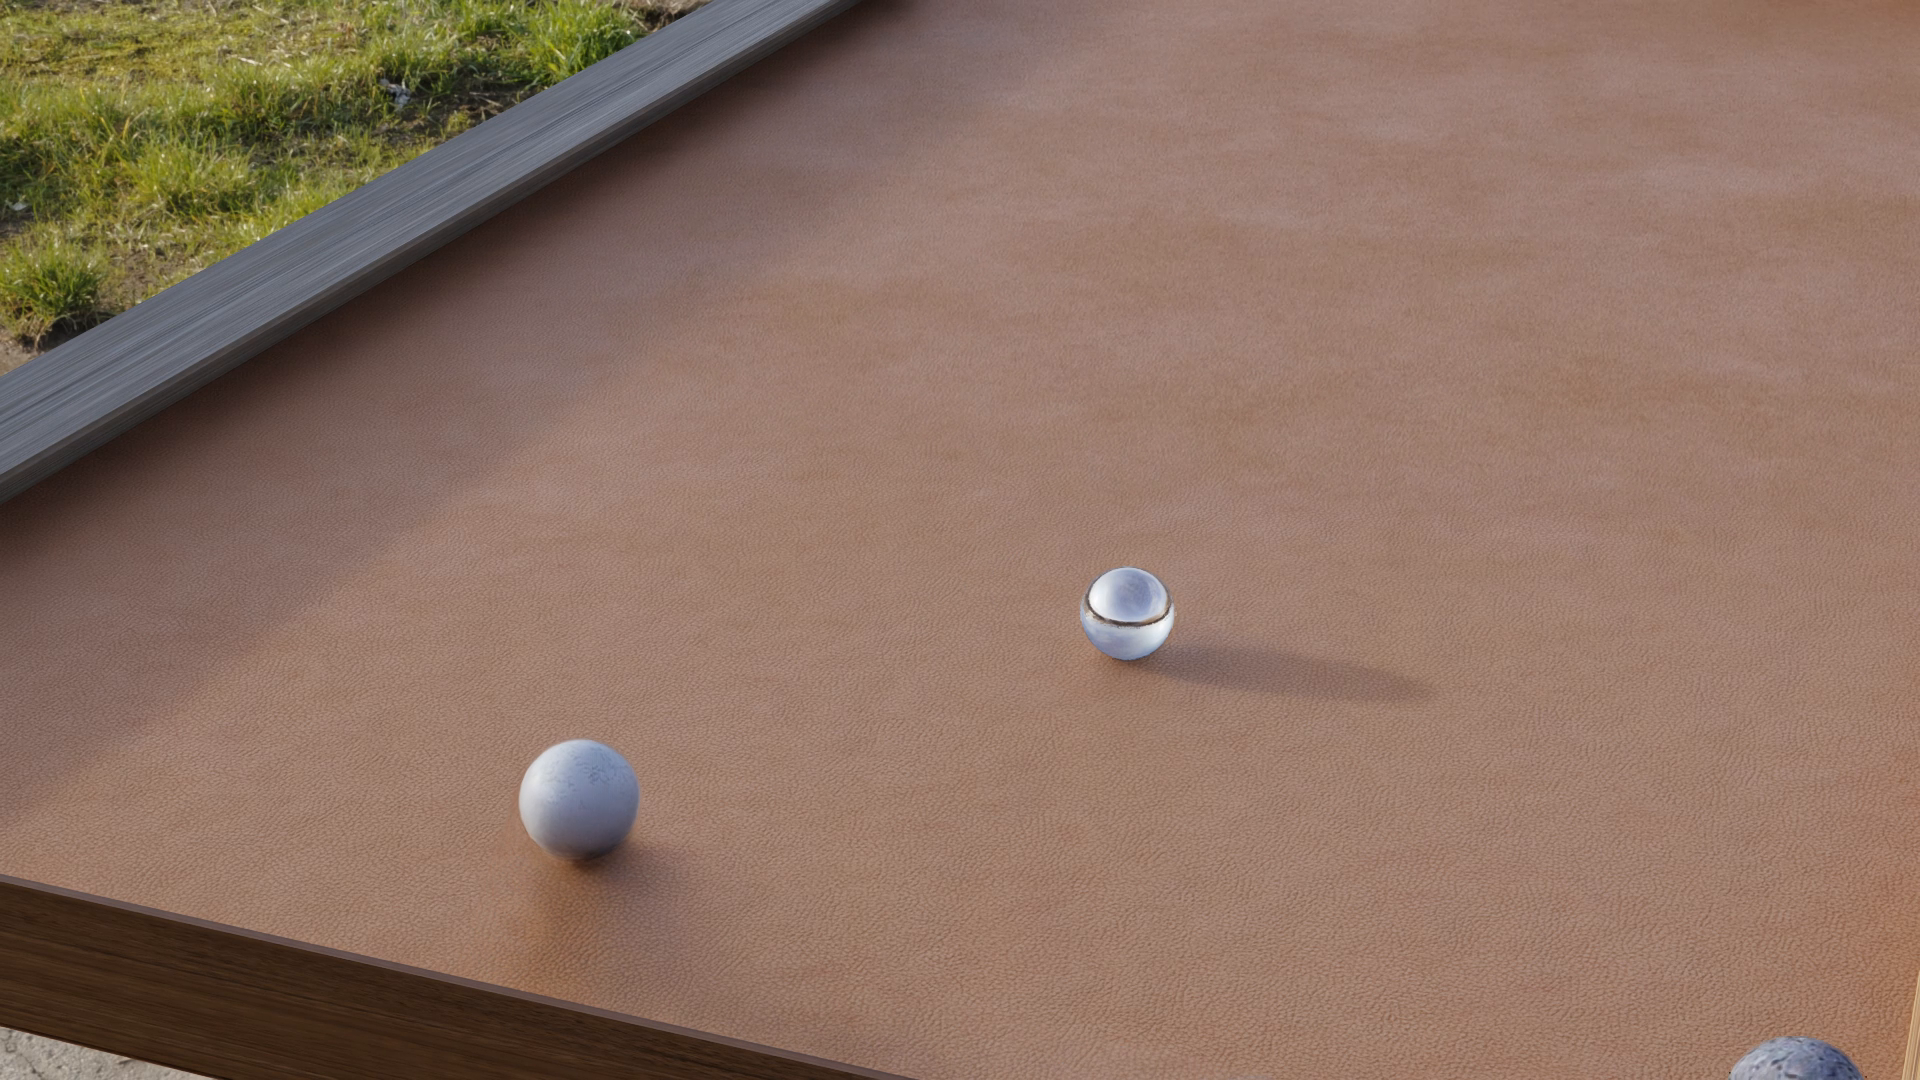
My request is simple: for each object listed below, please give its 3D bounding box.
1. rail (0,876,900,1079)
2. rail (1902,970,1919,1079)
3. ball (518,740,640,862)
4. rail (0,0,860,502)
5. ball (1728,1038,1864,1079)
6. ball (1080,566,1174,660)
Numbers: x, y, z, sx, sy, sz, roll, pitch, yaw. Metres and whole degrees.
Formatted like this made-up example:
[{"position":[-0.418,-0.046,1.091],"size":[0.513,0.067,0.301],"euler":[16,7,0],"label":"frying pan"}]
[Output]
[{"position":[-0.230,0.232,1.391],"size":[1.359,0.088,0.045],"euler":[9,26,19],"label":"rail"},{"position":[0.850,-0.169,2.282],"size":[0.045,0.088,2.650],"euler":[9,26,19],"label":"rail"},{"position":[-0.209,0.143,1.617],"size":[0.066,0.066,0.066],"euler":[0,24,0],"label":"ball"},{"position":[-0.373,-0.363,2.713],"size":[0.045,0.088,2.650],"euler":[9,26,19],"label":"rail"},{"position":[0.384,0.263,1.349],"size":[0.068,0.068,0.068],"euler":[0,24,0],"label":"ball"},{"position":[0.105,0.046,1.842],"size":[0.059,0.059,0.059],"euler":[0,24,0],"label":"ball"}]
